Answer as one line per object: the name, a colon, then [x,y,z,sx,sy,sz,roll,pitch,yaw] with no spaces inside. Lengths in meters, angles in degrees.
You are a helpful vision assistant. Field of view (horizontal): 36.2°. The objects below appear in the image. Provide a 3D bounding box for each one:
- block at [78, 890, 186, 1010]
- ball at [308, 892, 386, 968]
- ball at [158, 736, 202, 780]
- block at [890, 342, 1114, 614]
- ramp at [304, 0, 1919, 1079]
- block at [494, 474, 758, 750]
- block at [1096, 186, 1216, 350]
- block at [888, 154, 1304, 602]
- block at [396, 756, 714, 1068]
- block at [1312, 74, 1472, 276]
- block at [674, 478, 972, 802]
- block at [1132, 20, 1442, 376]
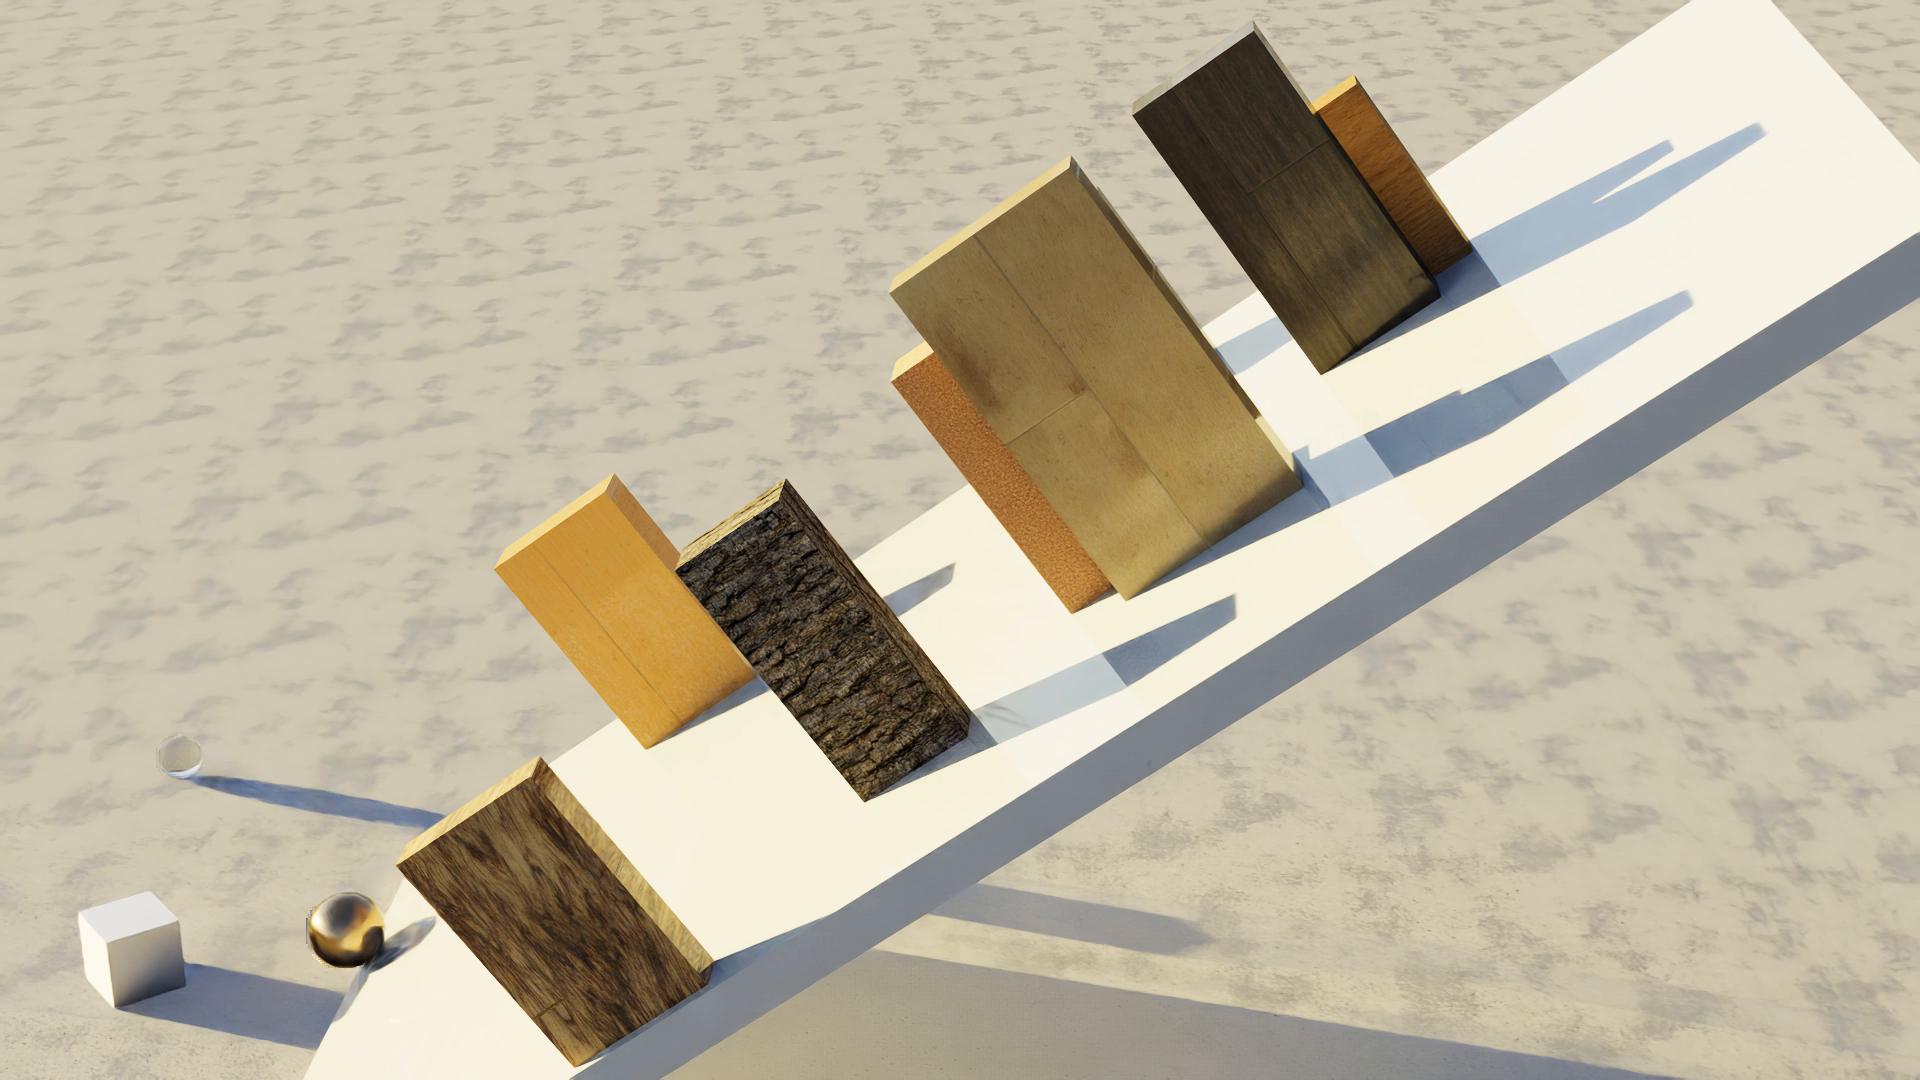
block: [-2.049,1.013,7.279,0.186,0.186,0.186,-15,27,-33]
ball: [-1.501,0.955,7.200,0.187,0.187,0.187,0,22,0]
ball: [-2.210,0.617,8.337,0.122,0.122,0.122,0,22,0]
block: [0.162,-0.179,5.922,0.282,0.614,0.126,-34,16,16]
ramp: [0.132,0.177,6.315,4.000,0.100,2.000,-34,16,16]
block: [-0.797,0.176,7.106,0.345,0.584,0.127,-34,16,16]
block: [0.287,-0.501,6.825,0.417,0.475,0.108,-34,16,16]
block: [0.270,-0.306,5.723,0.425,0.784,0.097,-34,16,16]
block: [-0.767,0.712,5.598,0.331,0.535,0.089,-34,16,16]
block: [0.793,-0.687,6.284,0.418,0.444,0.091,-34,16,16]
block: [-0.265,0.201,5.795,0.257,0.611,0.121,-34,16,16]
block: [0.682,-0.709,6.133,0.301,0.689,0.107,-34,16,16]
